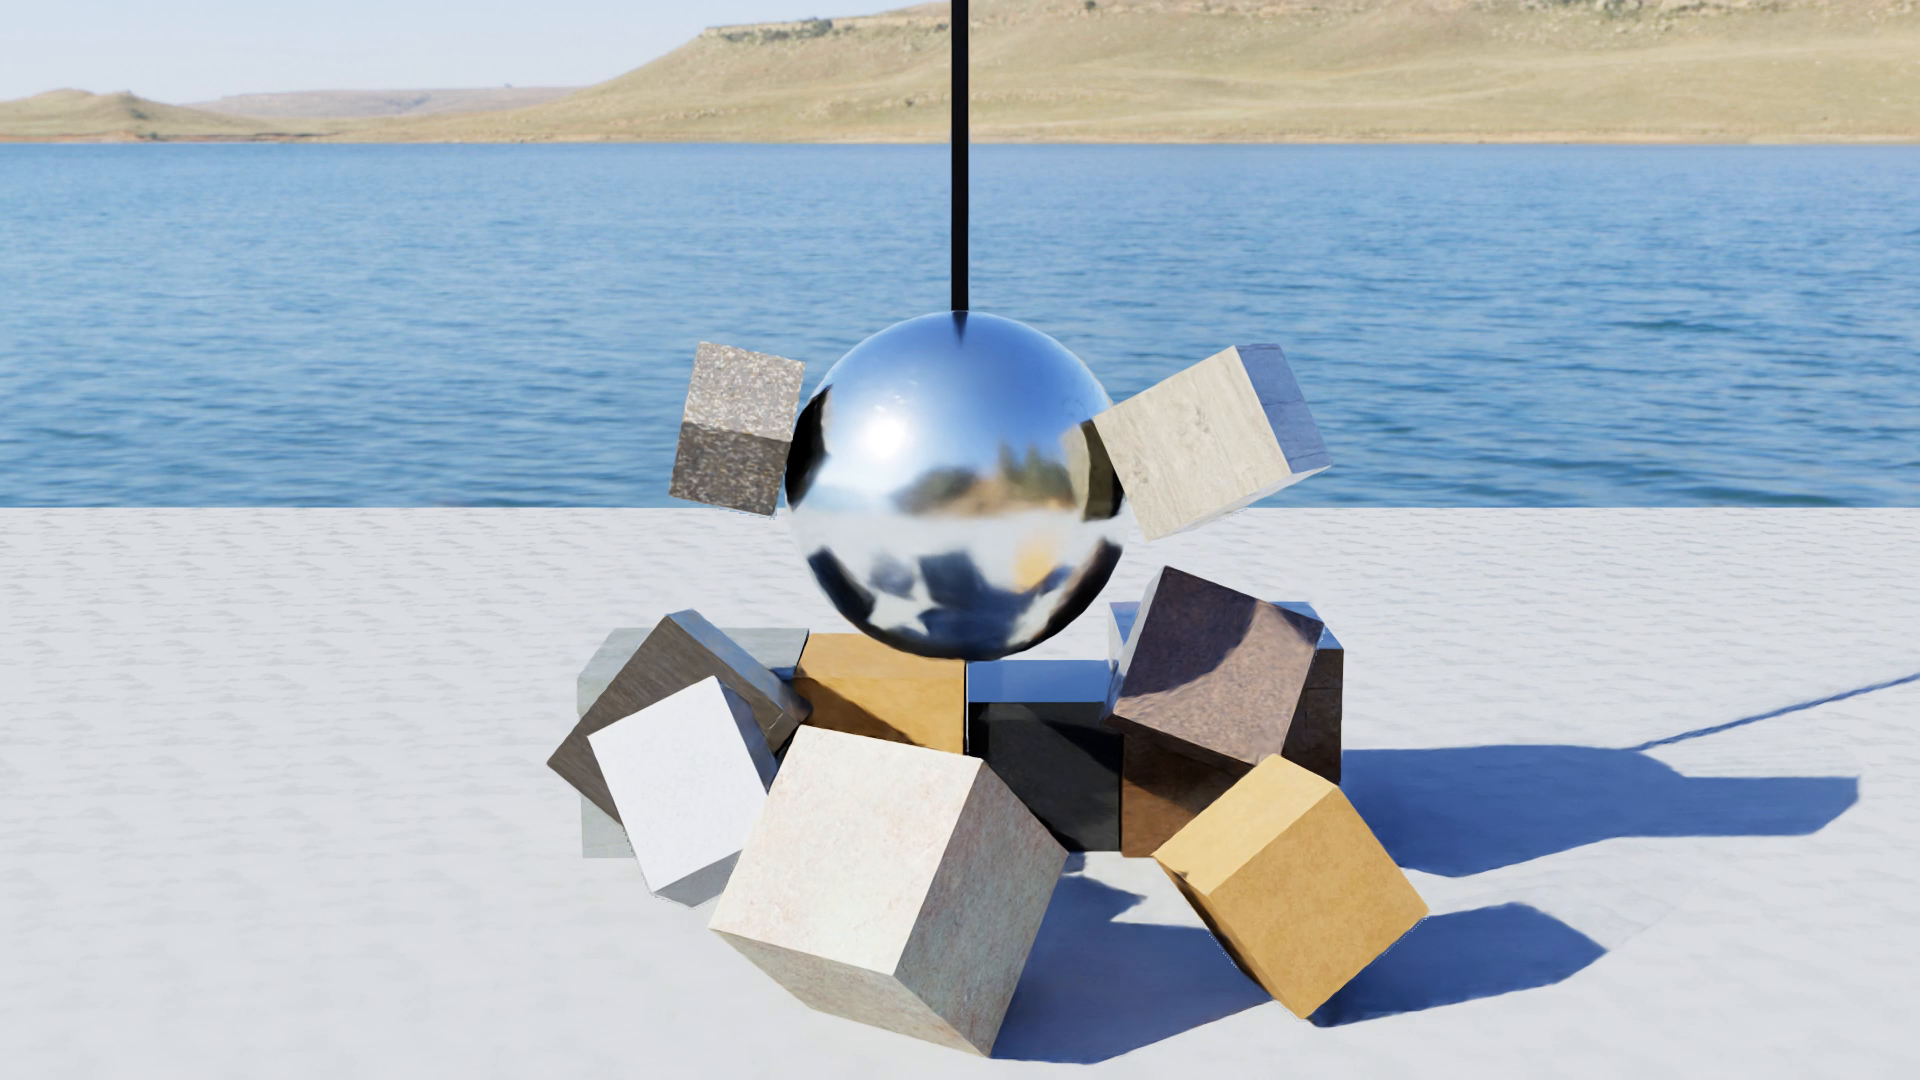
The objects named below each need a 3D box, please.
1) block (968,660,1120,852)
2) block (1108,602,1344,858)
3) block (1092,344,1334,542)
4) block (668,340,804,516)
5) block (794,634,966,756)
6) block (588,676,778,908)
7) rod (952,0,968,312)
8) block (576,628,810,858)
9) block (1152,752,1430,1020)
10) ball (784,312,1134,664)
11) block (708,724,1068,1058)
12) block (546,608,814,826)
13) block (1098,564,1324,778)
[{"bbox_3d":[0.414,1.099,11.365,0.750,0.771,0.904,0,10,0],"label":"block"},{"bbox_3d":[1.336,0.954,11.354,1.067,1.061,1.110,0,10,0],"label":"block"},{"bbox_3d":[1.104,-0.430,9.556,0.710,0.590,0.616,-26,-6,26],"label":"block"},{"bbox_3d":[-0.997,-0.494,9.812,0.476,0.518,0.486,11,50,-7],"label":"block"},{"bbox_3d":[-0.390,1.035,11.323,0.834,0.912,0.986,0,10,1],"label":"block"},{"bbox_3d":[-1.073,1.059,9.179,0.577,0.702,0.641,-26,-17,1],"label":"block"},{"bbox_3d":[0.000,-3.637,10.029,0.080,5.200,0.080,0,0,0],"label":"rod"},{"bbox_3d":[-1.341,1.026,11.365,1.052,0.916,1.127,0,10,0],"label":"block"},{"bbox_3d":[1.347,1.406,9.045,0.679,0.667,0.707,-39,12,-7],"label":"block"},{"bbox_3d":[0.000,-0.237,10.006,1.600,1.600,1.600,0,10,0],"label":"ball"},{"bbox_3d":[-0.264,1.371,8.638,0.875,0.887,0.825,7,-29,34],"label":"block"},{"bbox_3d":[-1.271,0.903,10.205,0.766,0.854,0.865,39,1,1],"label":"block"},{"bbox_3d":[1.160,0.632,10.295,0.770,0.722,0.708,20,-9,1],"label":"block"}]
